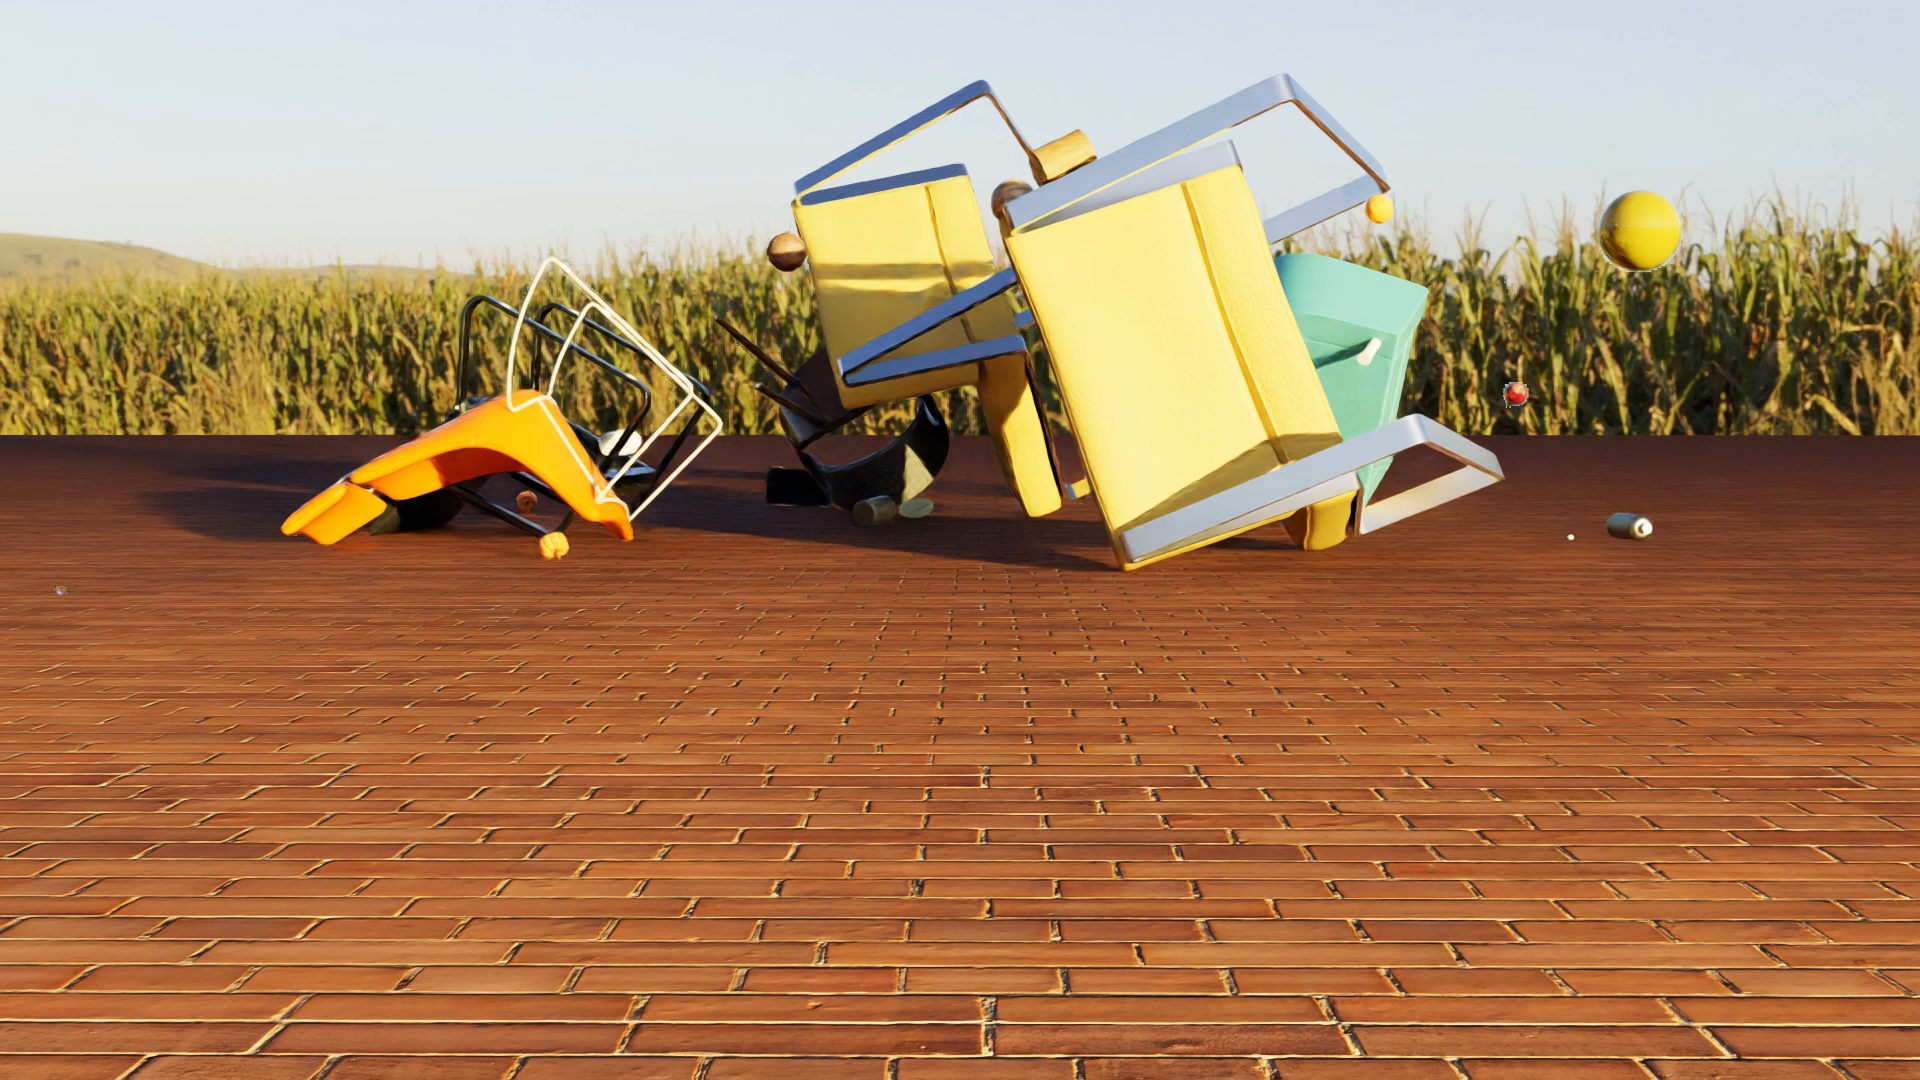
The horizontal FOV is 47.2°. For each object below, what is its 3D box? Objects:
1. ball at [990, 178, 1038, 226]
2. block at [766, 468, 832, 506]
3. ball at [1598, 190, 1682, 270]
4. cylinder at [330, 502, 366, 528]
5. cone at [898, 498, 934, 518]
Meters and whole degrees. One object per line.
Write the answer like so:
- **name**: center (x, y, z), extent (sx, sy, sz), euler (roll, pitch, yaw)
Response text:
- **ball**: center (0.154, -0.970, 6.322), extent (0.137, 0.137, 0.137), euler (0, 4, 0)
- **block**: center (-0.609, -0.199, 8.350), extent (0.232, 0.135, 0.080), euler (2, -1, 16)
- **ball**: center (1.921, -0.876, 6.220), extent (0.225, 0.225, 0.225), euler (0, 4, 0)
- **cylinder**: center (-1.989, -0.082, 7.152), extent (0.072, 0.080, 0.089), euler (3, 3, 33)
- **cone**: center (-0.166, -0.099, 7.737), extent (0.127, 0.069, 0.119), euler (-13, -10, -16)
